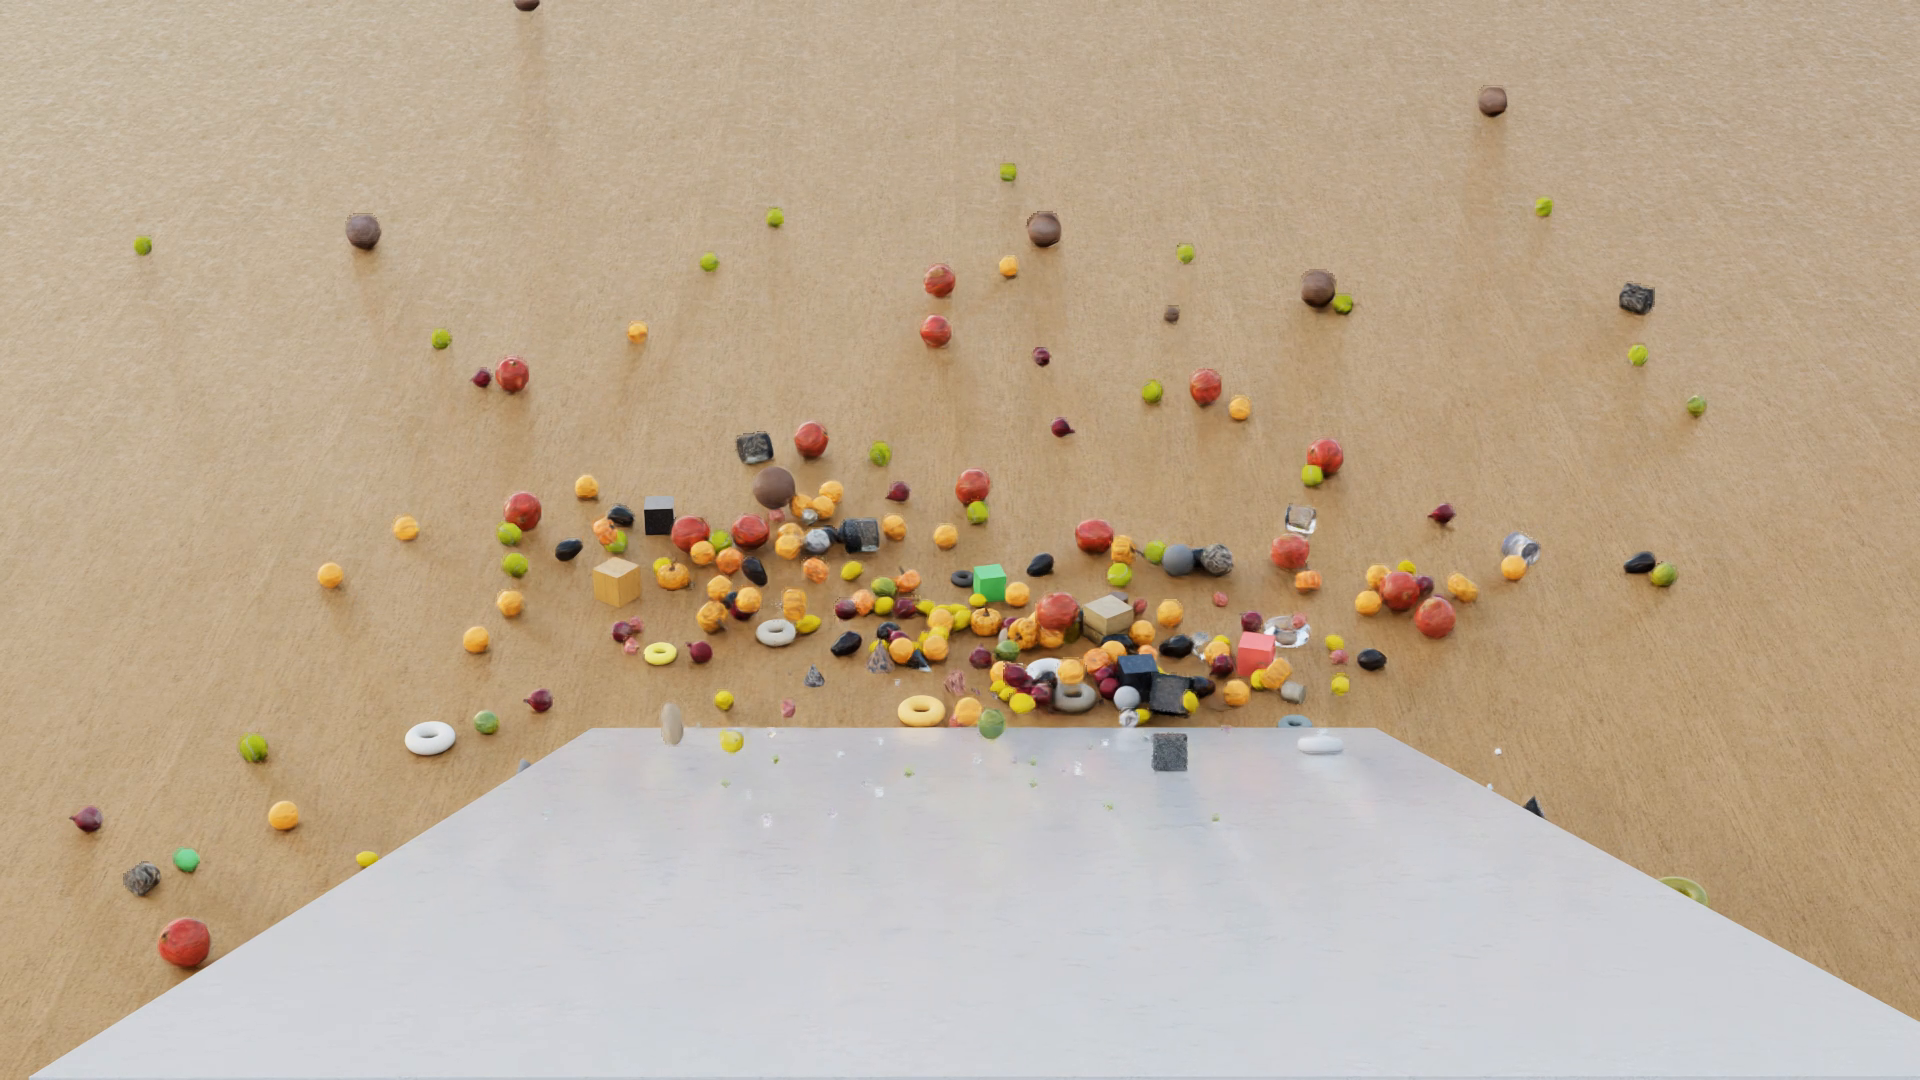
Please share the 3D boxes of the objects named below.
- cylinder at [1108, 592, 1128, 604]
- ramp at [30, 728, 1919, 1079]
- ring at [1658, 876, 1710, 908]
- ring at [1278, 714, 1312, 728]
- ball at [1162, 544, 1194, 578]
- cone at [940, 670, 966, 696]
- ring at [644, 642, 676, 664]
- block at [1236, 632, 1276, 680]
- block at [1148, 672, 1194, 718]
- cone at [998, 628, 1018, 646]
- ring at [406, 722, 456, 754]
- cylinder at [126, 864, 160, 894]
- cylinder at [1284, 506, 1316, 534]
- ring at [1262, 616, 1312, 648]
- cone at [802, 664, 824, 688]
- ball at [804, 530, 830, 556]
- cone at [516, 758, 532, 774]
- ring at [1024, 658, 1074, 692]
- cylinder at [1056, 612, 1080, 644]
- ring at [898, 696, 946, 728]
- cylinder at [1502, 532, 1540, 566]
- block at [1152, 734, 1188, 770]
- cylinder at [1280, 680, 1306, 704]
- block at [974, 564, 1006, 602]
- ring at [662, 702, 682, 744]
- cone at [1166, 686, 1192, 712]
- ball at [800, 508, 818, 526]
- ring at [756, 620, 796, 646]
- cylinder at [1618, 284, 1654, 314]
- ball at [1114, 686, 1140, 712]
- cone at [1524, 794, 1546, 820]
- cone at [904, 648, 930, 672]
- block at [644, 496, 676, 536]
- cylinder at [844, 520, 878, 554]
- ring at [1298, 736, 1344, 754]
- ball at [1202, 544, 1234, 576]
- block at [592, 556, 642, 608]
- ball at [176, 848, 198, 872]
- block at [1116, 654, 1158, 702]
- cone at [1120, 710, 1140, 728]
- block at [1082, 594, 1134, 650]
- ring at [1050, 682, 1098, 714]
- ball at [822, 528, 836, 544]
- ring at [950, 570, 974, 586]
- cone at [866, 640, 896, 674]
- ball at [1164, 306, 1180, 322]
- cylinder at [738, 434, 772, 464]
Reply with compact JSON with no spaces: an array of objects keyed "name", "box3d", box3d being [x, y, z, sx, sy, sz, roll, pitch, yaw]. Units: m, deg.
[{"name":"cylinder","box3d":[0.446,0.184,7.295,0.057,0.057,0.057,0,28,0]},{"name":"ramp","box3d":[0.062,0.559,4.597,2.000,0.100,4.000,0,1,0]},{"name":"ring","box3d":[1.679,0.840,6.044,0.148,0.049,0.148,-1,27,1]},{"name":"ring","box3d":[0.875,0.486,6.744,0.092,0.031,0.092,-1,27,1]},{"name":"ball","box3d":[0.633,0.061,7.491,0.094,0.094,0.094,0,28,0]},{"name":"cone","box3d":[-0.031,0.388,6.932,0.068,0.068,0.068,-13,15,38]},{"name":"ring","box3d":[-0.821,0.312,7.080,0.091,0.030,0.091,1,29,0]},{"name":"block","box3d":[0.804,0.313,7.014,0.088,0.088,0.088,7,28,14]},{"name":"block","box3d":[0.556,0.408,6.781,0.096,0.096,0.096,7,-9,13]},{"name":"cone","box3d":[0.141,0.275,7.158,0.051,0.051,0.051,18,19,-26]},{"name":"ring","box3d":[-1.370,0.513,6.680,0.129,0.043,0.129,-1,27,1]},{"name":"cylinder","box3d":[-1.932,0.802,6.109,0.057,0.057,0.057,17,26,29]},{"name":"cylinder","box3d":[1.022,-0.061,7.746,0.076,0.076,0.076,11,29,20]},{"name":"ring","box3d":[0.907,0.254,7.174,0.137,0.046,0.137,0,26,0]},{"name":"cone","box3d":[-0.395,0.357,6.961,0.059,0.059,0.059,0,28,0]},{"name":"ball","box3d":[-0.422,0.007,7.615,0.076,0.076,0.076,0,28,0]},{"name":"cone","box3d":[-1.108,0.597,6.532,0.064,0.064,0.064,24,62,38]},{"name":"ring","box3d":[0.241,0.364,6.964,0.134,0.045,0.134,-1,28,1]},{"name":"cylinder","box3d":[0.299,0.245,7.171,0.064,0.064,0.064,0,28,0]},{"name":"ring","box3d":[-0.101,0.452,6.798,0.126,0.042,0.126,0,29,0]},{"name":"cylinder","box3d":[1.644,0.028,7.572,0.078,0.078,0.078,-15,31,-27]},{"name":"block","box3d":[0.454,0.458,5.576,0.073,0.073,0.073,0,1,7]},{"name":"cylinder","box3d":[0.888,0.404,6.878,0.052,0.052,0.052,14,31,25]},{"name":"block","box3d":[0.086,0.124,7.388,0.077,0.077,0.077,-7,28,-12]},{"name":"ring","box3d":[-0.662,0.423,5.946,0.033,0.098,0.098,-6,28,-19]},{"name":"cone","box3d":[0.581,0.434,6.844,0.067,0.067,0.067,0,54,-1]},{"name":"ball","box3d":[-0.456,-0.069,7.787,0.050,0.050,0.050,0,28,0]},{"name":"ring","box3d":[-0.510,0.258,7.175,0.113,0.038,0.113,-1,29,0]},{"name":"cylinder","box3d":[2.425,-0.864,9.261,0.092,0.092,0.092,20,34,34]},{"name":"ball","box3d":[0.443,0.421,6.826,0.070,0.070,0.070,0,28,0]},{"name":"cone","box3d":[1.386,0.686,6.347,0.094,0.094,0.094,-23,23,15]},{"name":"cone","box3d":[-0.104,0.340,7.026,0.066,0.066,0.066,37,38,10]},{"name":"block","box3d":[-0.902,-0.074,7.759,0.086,0.086,0.086,-1,28,-3]},{"name":"cylinder","box3d":[-0.292,-0.011,7.631,0.094,0.094,0.094,-4,28,-8]},{"name":"ring","box3d":[0.829,0.471,5.932,0.109,0.036,0.109,0,-1,0]},{"name":"ball","box3d":[0.748,0.060,7.491,0.093,0.093,0.093,0,28,0]},{"name":"block","box3d":[-0.979,0.120,7.377,0.095,0.095,0.095,18,32,31]},{"name":"ball","box3d":[-1.850,0.766,6.182,0.054,0.054,0.054,0,28,0]},{"name":"block","box3d":[0.474,0.370,6.899,0.093,0.093,0.093,-4,28,-8]},{"name":"cone","box3d":[0.442,0.454,6.739,0.054,0.054,0.054,-3,59,4]},{"name":"block","box3d":[0.411,0.228,7.165,0.099,0.099,0.099,-19,33,-32]},{"name":"ring","box3d":[0.301,0.419,6.859,0.130,0.043,0.130,1,27,0]},{"name":"ball","box3d":[-0.395,-0.011,7.672,0.054,0.054,0.054,0,28,0]},{"name":"ring","box3d":[0.011,0.112,7.469,0.075,0.025,0.075,1,28,-1]},{"name":"cone","box3d":[-0.216,0.306,7.030,0.085,0.085,0.085,0,28,0]},{"name":"ball","box3d":[0.752,-0.802,9.187,0.058,0.058,0.058,0,28,0]},{"name":"cylinder","box3d":[-0.648,-0.290,8.172,0.087,0.087,0.087,-10,29,-23]}]
